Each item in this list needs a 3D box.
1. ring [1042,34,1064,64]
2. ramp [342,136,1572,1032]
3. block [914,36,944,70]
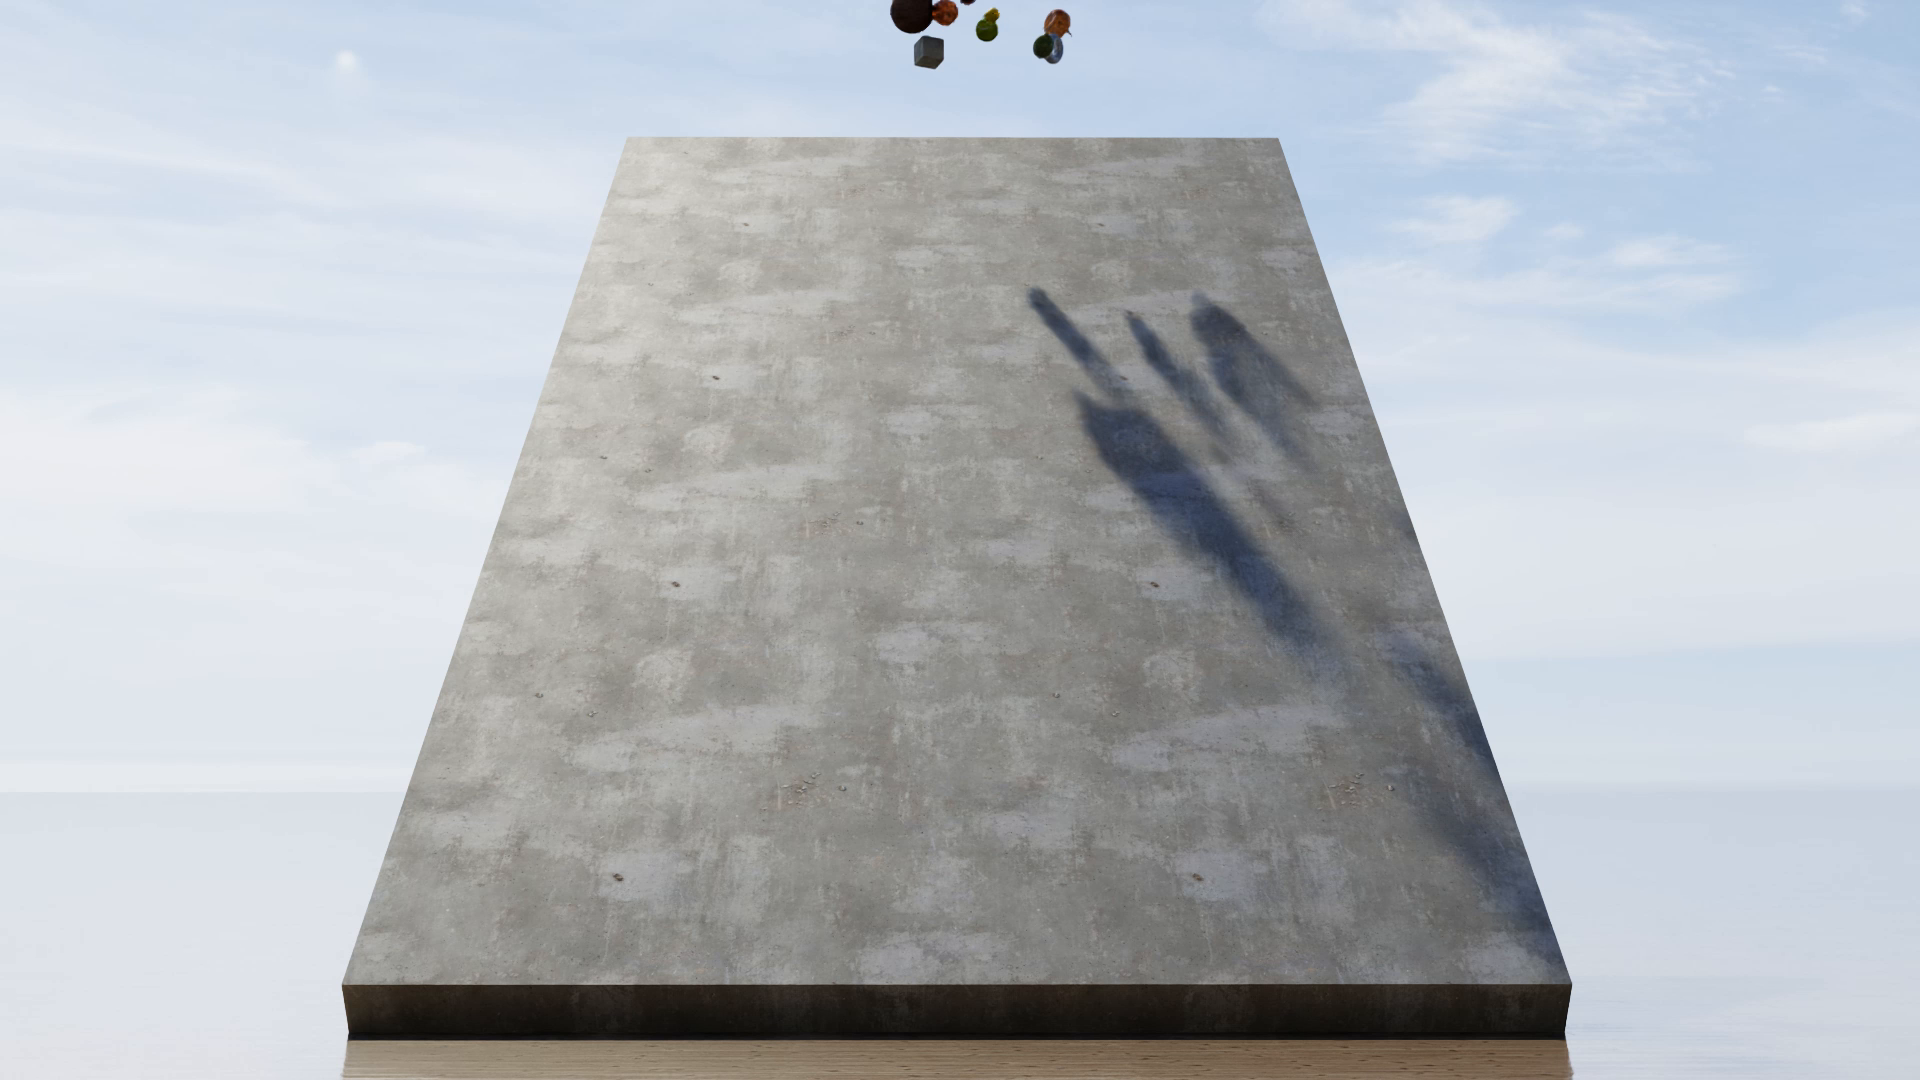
[{"bbox_3d":[0.276,-1.463,7.166,0.030,0.091,0.091,7,-1,38],"label":"ring"},{"bbox_3d":[-0.013,-0.215,5.676,2.000,0.100,4.000,0,29,0],"label":"ramp"},{"bbox_3d":[-0.093,-1.459,7.196,0.068,0.068,0.068,6,-17,-23],"label":"block"}]
